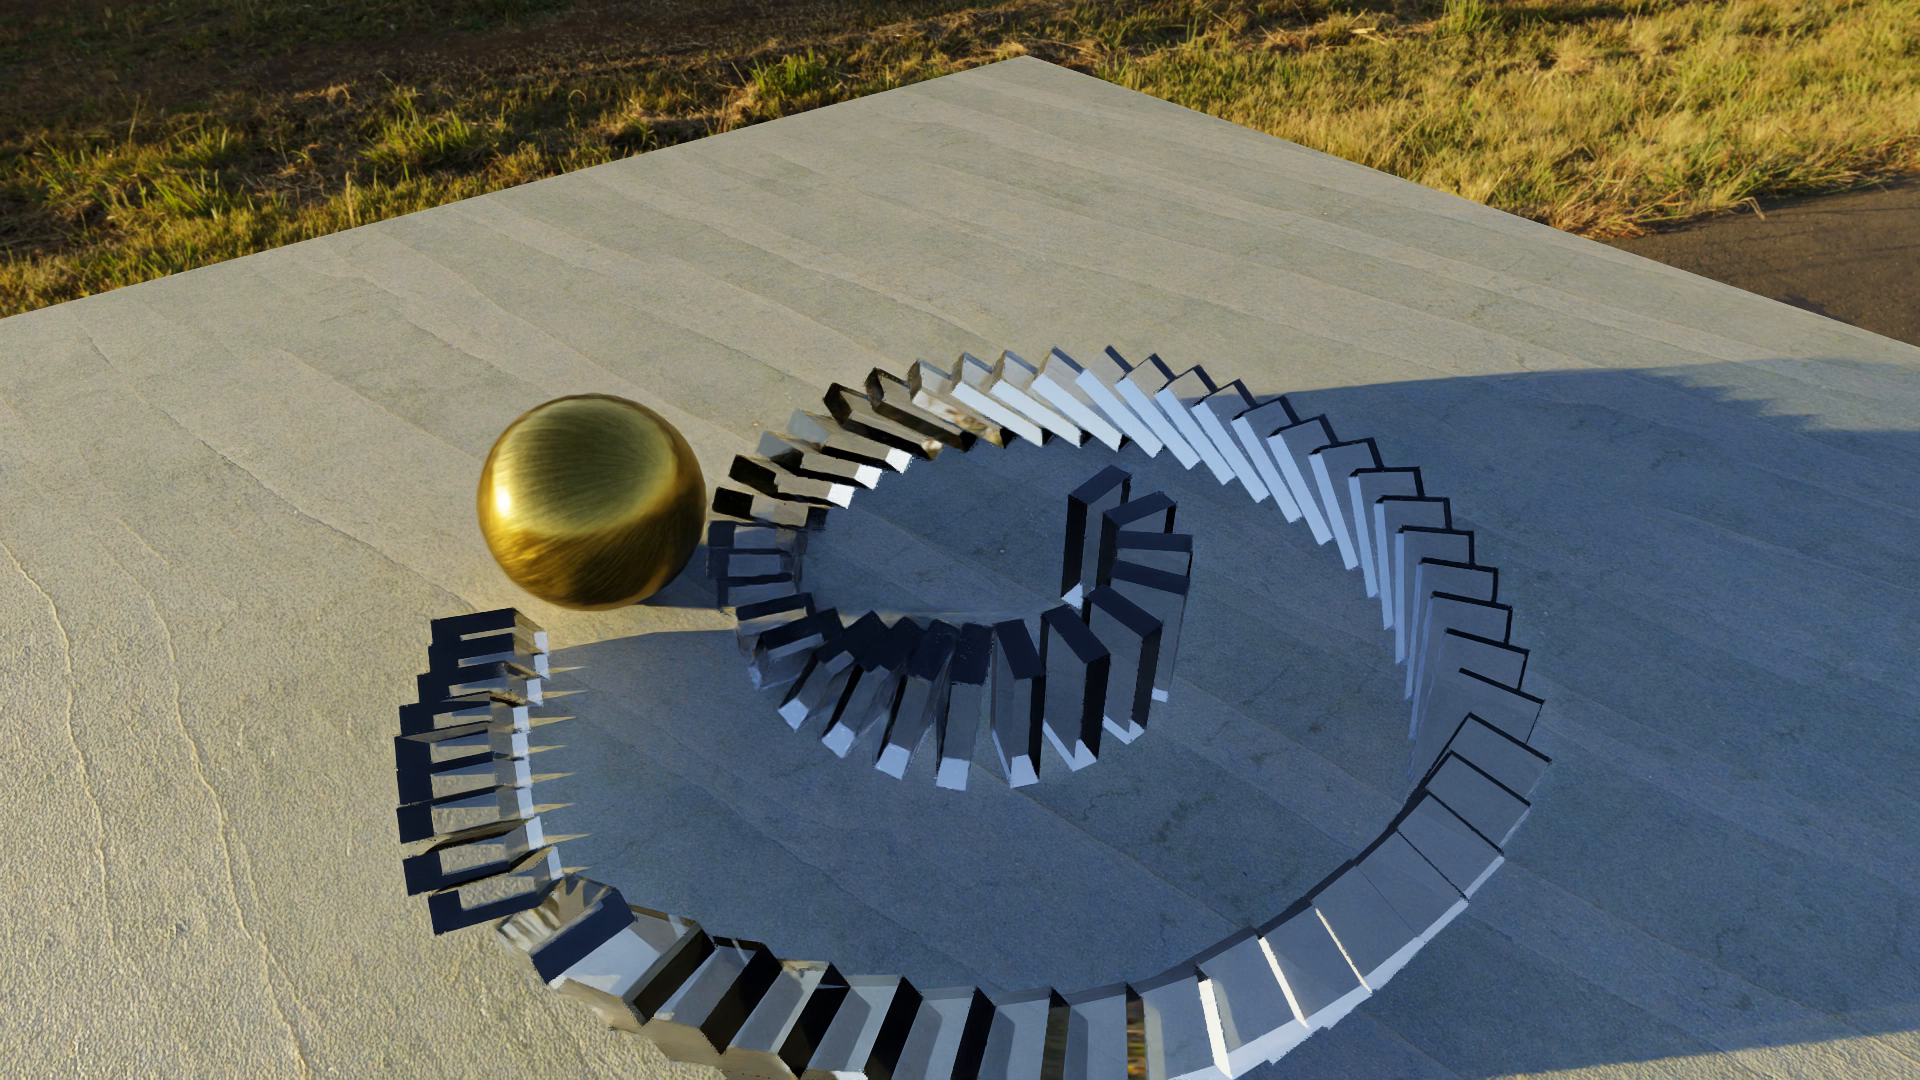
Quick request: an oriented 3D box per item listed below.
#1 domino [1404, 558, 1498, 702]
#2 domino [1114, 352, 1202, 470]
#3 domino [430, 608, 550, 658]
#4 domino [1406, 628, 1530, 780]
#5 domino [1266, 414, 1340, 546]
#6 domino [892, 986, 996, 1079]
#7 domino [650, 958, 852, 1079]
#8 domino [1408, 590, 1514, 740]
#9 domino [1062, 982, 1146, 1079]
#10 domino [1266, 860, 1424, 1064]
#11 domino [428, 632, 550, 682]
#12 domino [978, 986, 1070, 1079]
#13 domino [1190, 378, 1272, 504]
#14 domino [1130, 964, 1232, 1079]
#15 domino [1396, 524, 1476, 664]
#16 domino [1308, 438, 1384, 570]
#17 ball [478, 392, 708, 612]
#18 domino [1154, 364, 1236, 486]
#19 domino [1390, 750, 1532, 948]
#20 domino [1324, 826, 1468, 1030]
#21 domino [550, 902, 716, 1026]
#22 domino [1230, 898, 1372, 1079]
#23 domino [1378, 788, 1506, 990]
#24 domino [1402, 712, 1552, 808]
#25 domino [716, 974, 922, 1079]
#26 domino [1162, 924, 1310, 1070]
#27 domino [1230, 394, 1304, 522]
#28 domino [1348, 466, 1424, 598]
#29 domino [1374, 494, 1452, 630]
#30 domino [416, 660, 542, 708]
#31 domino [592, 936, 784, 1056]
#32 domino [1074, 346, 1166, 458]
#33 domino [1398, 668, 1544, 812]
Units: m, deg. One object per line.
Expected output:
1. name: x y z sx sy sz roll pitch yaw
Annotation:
1. domino: 0.171 0.033 0.383 0.025 0.009 0.050 9 73 11
2. domino: 0.095 -0.058 0.494 0.050 0.009 0.025 49 52 3
3. domino: -0.158 0.034 0.374 0.025 0.050 0.010 -9 78 -11
4. domino: 0.164 0.056 0.355 0.025 0.010 0.050 16 74 19
5. domino: 0.150 -0.025 0.454 0.025 0.010 0.050 -18 76 -20
6. domino: -0.017 0.125 0.271 0.050 0.010 0.025 -18 30 31
7. domino: -0.054 0.119 0.278 0.050 0.010 0.025 -14 27 37
8. domino: 0.168 0.044 0.369 0.025 0.009 0.050 11 73 14
9. domino: 0.020 0.127 0.268 0.050 0.009 0.025 -23 33 24
10. domino: 0.092 0.110 0.289 0.050 0.010 0.025 -40 46 3
11. domino: -0.155 0.041 0.365 0.025 0.050 0.009 -9 78 -11
12. domino: 0.002 0.126 0.269 0.050 0.009 0.025 -21 32 27
13. domino: 0.125 -0.043 0.476 0.025 0.010 0.050 -28 80 -30
14. domino: 0.039 0.125 0.270 0.050 0.010 0.025 -27 35 19
15. domino: 0.172 0.021 0.398 0.025 0.009 0.050 5 72 6
16. domino: 0.161 -0.015 0.441 0.025 0.009 0.050 -10 74 -12
17. ball: -0.134 -0.014 0.405 0.080 0.080 0.080 0 39 0
18. domino: 0.111 -0.051 0.486 0.025 0.010 0.050 -32 82 -33
19. domino: 0.137 0.088 0.316 0.050 0.010 0.025 -49 54 -4
20. domino: 0.108 0.104 0.296 0.050 0.010 0.025 -43 48 1
21. domino: -0.089 0.110 0.289 0.050 0.010 0.025 -10 25 46
22. domino: 0.076 0.117 0.281 0.050 0.009 0.025 -36 42 8
23. domino: 0.123 0.097 0.305 0.050 0.009 0.025 -45 50 -1
24. domino: 0.149 0.079 0.326 0.025 0.010 0.050 34 83 33
25. domino: -0.036 0.123 0.274 0.050 0.010 0.025 -16 29 34
26. domino: 0.058 0.121 0.276 0.050 0.009 0.025 -34 40 11
27. domino: 0.138 -0.035 0.465 0.025 0.009 0.050 -21 77 -24
28. domino: 0.168 -0.003 0.427 0.025 0.009 0.050 -2 72 -3
29. domino: 0.171 0.009 0.413 0.025 0.010 0.050 2 72 1
30. domino: -0.154 0.049 0.356 0.025 0.050 0.009 -9 78 -11
31. domino: -0.071 0.115 0.283 0.050 0.009 0.025 -12 26 41
32. domino: 0.078 -0.063 0.500 0.050 0.010 0.025 44 48 -1
33. domino: 0.158 0.068 0.340 0.025 0.009 0.050 23 78 25
